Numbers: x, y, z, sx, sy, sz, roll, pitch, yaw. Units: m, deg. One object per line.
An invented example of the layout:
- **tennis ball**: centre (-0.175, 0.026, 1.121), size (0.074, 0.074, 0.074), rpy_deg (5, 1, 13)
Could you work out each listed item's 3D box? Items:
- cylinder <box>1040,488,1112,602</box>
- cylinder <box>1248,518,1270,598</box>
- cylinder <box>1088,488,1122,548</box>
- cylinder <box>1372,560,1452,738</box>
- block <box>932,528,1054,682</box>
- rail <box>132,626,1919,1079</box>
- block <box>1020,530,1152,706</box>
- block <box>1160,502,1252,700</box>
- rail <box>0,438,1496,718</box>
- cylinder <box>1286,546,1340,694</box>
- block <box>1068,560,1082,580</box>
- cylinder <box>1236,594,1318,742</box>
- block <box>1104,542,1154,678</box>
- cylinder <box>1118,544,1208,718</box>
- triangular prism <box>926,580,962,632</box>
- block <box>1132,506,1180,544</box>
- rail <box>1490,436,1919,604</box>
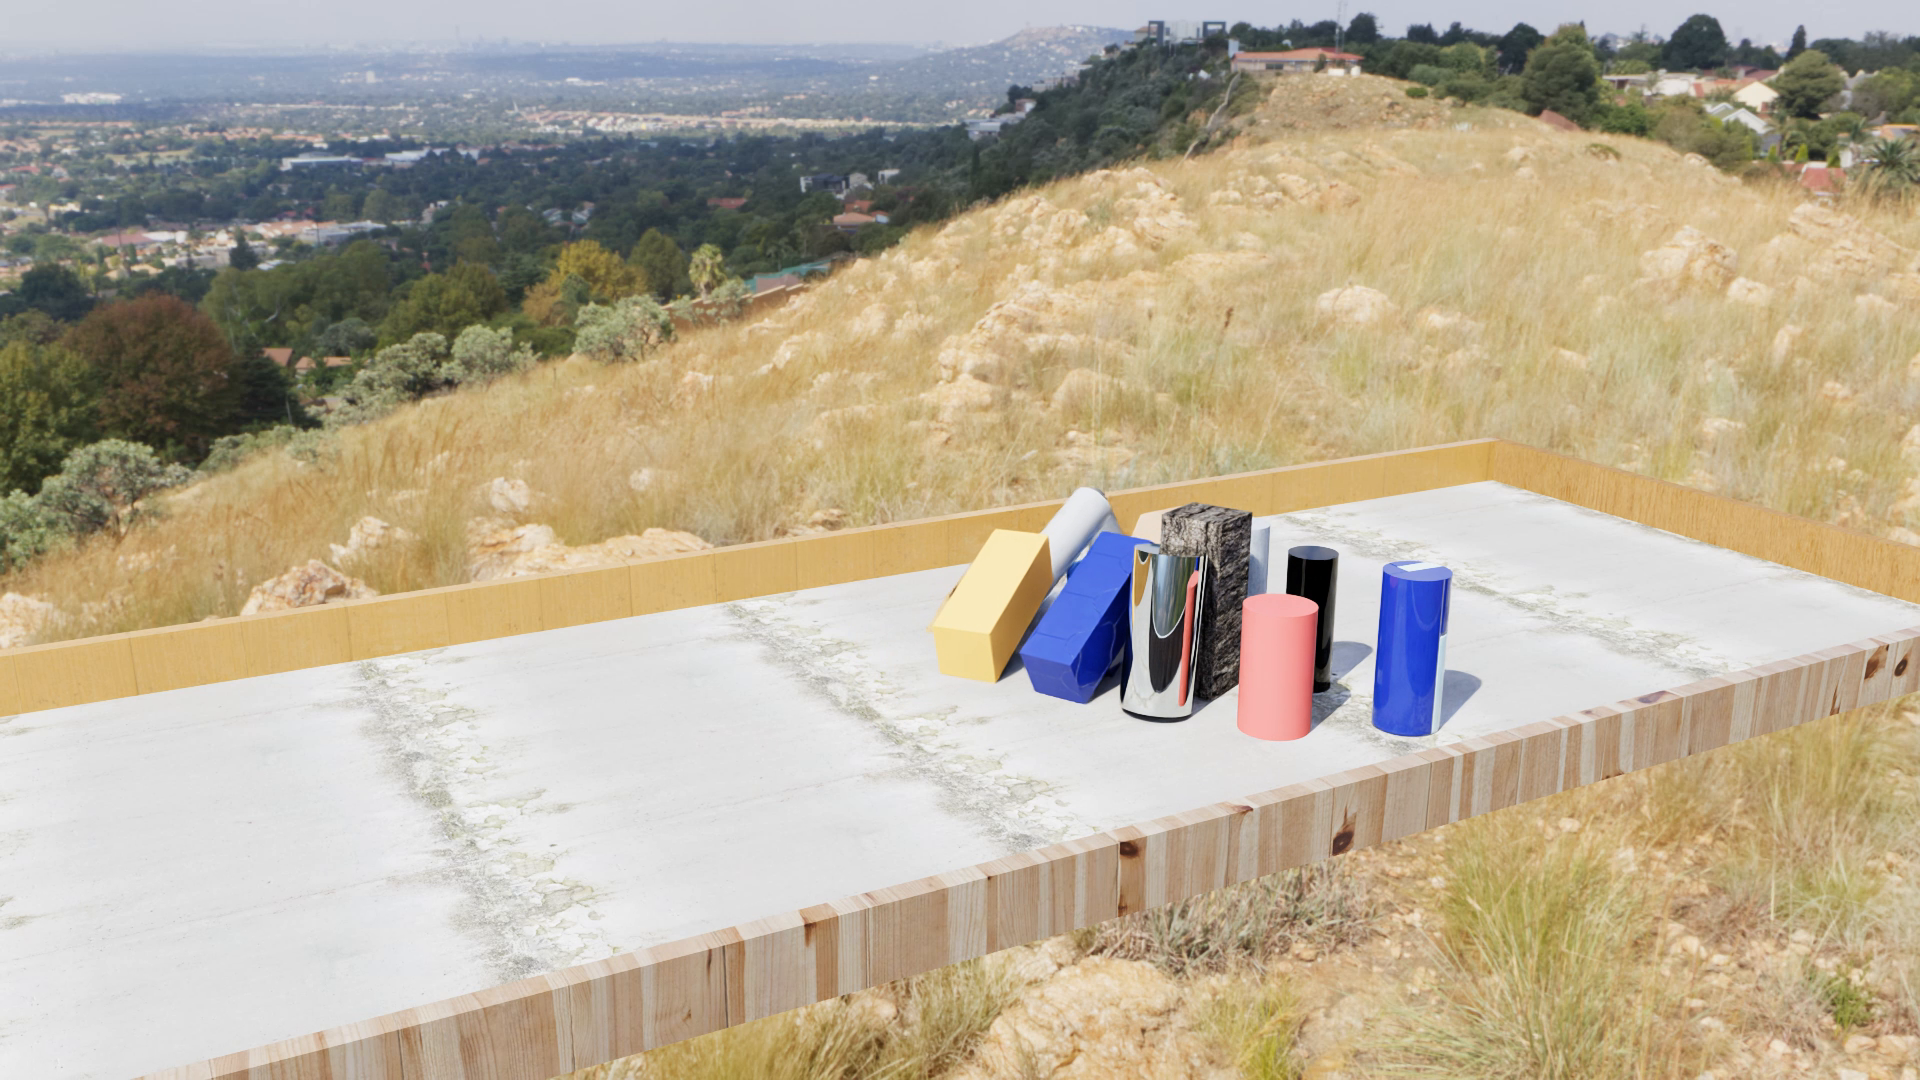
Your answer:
- **cylinder**: centre (0.259, 0.041, 4.648), size (0.125, 0.125, 0.453), rpy_deg (12, 48, 36)
- **cylinder**: centre (0.735, 0.125, 4.303), size (0.130, 0.353, 0.130), rpy_deg (0, 16, 0)
- **cylinder**: centre (0.439, -0.021, 5.075), size (0.111, 0.111, 0.386), rpy_deg (-2, 30, -8)
- **cylinder**: centre (1.046, 0.252, 3.825), size (0.156, 0.379, 0.156), rpy_deg (0, 16, 0)
- **block**: centre (0.092, 0.164, 4.294), size (0.153, 0.153, 0.450), rpy_deg (7, 36, 21)
- **rail**: centre (-2.336, 1.006, 1.665), size (12.000, 0.150, 0.050), rpy_deg (-9, 18, -27)
- **block**: centre (0.333, 0.188, 4.100), size (0.145, 0.145, 0.433), rpy_deg (12, 50, 34)
- **block**: centre (0.597, 0.148, 4.061), size (0.162, 0.441, 0.162), rpy_deg (11, 18, 34)
- **rail**: centre (-3.305, 0.497, 3.399), size (12.000, 0.150, 0.050), rpy_deg (-9, 18, -27)
- **cylinder**: centre (0.864, 0.196, 4.077), size (0.123, 0.344, 0.123), rpy_deg (0, 16, 0)
- **block**: centre (0.504, 0.107, 4.773), size (0.394, 0.123, 0.123), rpy_deg (-11, 20, -33)
- **cylinder**: centre (0.734, 0.294, 3.823), size (0.170, 0.301, 0.170), rpy_deg (0, 16, 0)
- **block**: centre (0.424, 0.173, 4.268), size (0.102, 0.102, 0.381), rpy_deg (11, 50, 33)
- **cylinder**: centre (0.483, 0.212, 3.918), size (0.176, 0.382, 0.176), rpy_deg (5, 9, -1)
- **triangular prism**: centre (0.013, 0.154, 4.623), size (0.127, 0.110, 0.345), rpy_deg (4, 17, 15)
- **block**: centre (0.536, 0.078, 4.550), size (0.132, 0.132, 0.348), rpy_deg (-12, 34, 36)
- **rail**: centre (2.466, -0.048, 5.253), size (0.050, 0.150, 2.100), rpy_deg (-9, 18, -27)
